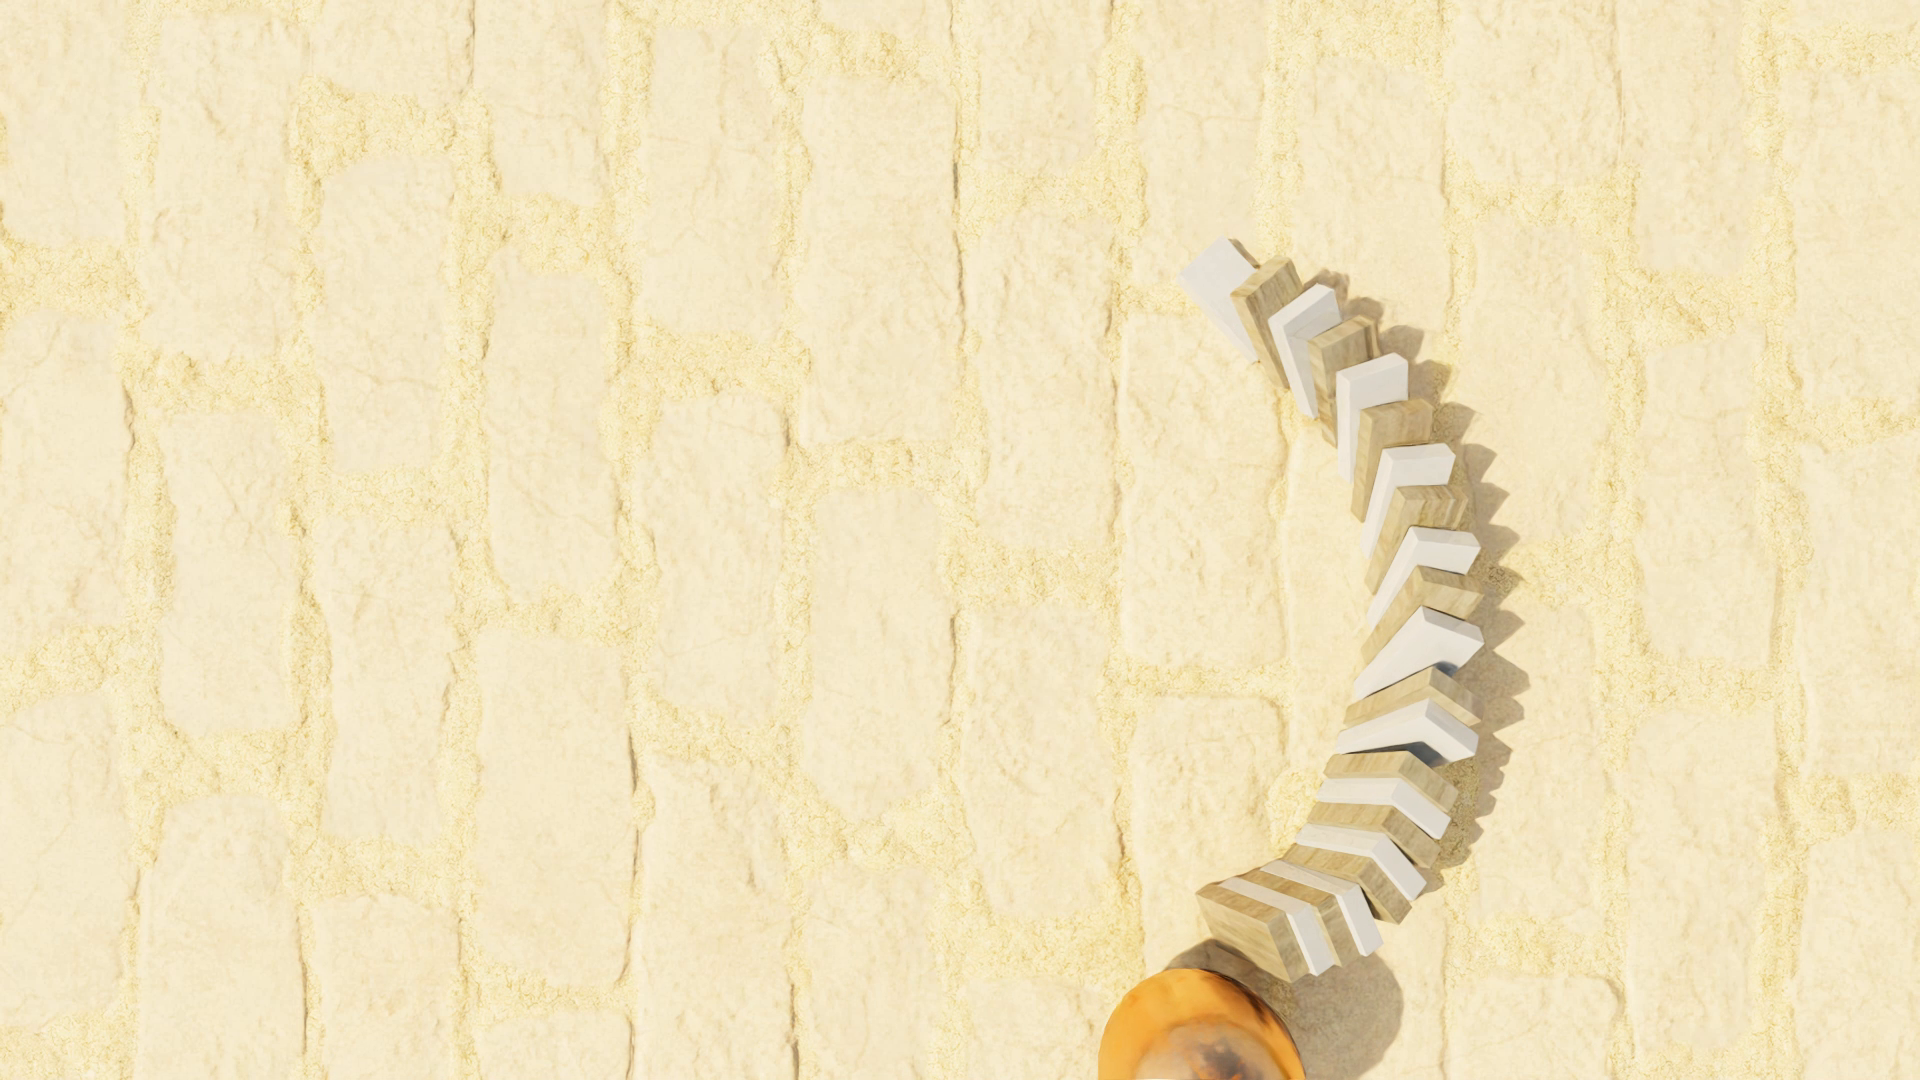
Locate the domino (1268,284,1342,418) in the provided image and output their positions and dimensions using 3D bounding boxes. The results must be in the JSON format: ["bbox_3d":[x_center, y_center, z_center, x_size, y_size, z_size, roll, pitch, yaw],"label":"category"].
[{"bbox_3d":[0.148,-0.078,0.382,0.025,0.010,0.050,-36,126,0],"label":"domino"}]

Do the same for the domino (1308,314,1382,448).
[{"bbox_3d":[0.162,-0.065,0.382,0.025,0.009,0.050,-26,125,0],"label":"domino"}]

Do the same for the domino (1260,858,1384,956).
[{"bbox_3d":[0.147,0.149,0.375,0.010,0.050,0.025,-23,90,-20],"label":"domino"}]

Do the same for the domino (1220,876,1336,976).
[{"bbox_3d":[0.128,0.157,0.375,0.009,0.050,0.025,-23,90,-20],"label":"domino"}]

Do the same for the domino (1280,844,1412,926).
[{"bbox_3d":[0.157,0.140,0.375,0.009,0.050,0.025,-40,90,-19],"label":"domino"}]

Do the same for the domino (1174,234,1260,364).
[{"bbox_3d":[0.119,-0.104,0.395,0.025,0.010,0.050,-42,90,0],"label":"domino"}]

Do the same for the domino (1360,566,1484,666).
[{"bbox_3d":[0.191,0.035,0.380,0.025,0.010,0.050,13,130,0],"label":"domino"}]

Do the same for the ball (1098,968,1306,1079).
[{"bbox_3d":[0.094,0.212,0.360,0.080,0.080,0.080,0,90,0],"label":"ball"}]

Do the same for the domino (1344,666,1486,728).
[{"bbox_3d":[0.185,0.071,0.377,0.025,0.050,0.009,34,55,0],"label":"domino"}]

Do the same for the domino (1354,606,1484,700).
[{"bbox_3d":[0.189,0.051,0.380,0.025,0.009,0.050,20,130,0],"label":"domino"}]

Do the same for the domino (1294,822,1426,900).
[{"bbox_3d":[0.162,0.131,0.375,0.010,0.050,0.025,-40,90,-19],"label":"domino"}]

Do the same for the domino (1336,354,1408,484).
[{"bbox_3d":[0.171,-0.050,0.382,0.025,0.010,0.050,-18,125,-1],"label":"domino"}]

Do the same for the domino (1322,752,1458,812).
[{"bbox_3d":[0.175,0.099,0.375,0.025,0.050,0.010,39,71,0],"label":"domino"}]

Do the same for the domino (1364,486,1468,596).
[{"bbox_3d":[0.189,0.001,0.381,0.025,0.010,0.050,-1,127,0],"label":"domino"}]

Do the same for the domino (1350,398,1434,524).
[{"bbox_3d":[0.179,-0.032,0.382,0.025,0.010,0.050,-11,124,0],"label":"domino"}]

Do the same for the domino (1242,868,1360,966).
[{"bbox_3d":[0.137,0.153,0.375,0.010,0.050,0.025,-23,90,-20],"label":"domino"}]

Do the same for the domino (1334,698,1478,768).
[{"bbox_3d":[0.182,0.083,0.376,0.025,0.050,0.010,37,55,-1],"label":"domino"}]

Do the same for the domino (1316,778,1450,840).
[{"bbox_3d":[0.171,0.109,0.375,0.025,0.050,0.009,39,71,0],"label":"domino"}]

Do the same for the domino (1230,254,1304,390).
[{"bbox_3d":[0.133,-0.090,0.380,0.025,0.010,0.050,-41,126,0],"label":"domino"}]

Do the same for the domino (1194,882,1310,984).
[{"bbox_3d":[0.118,0.160,0.375,0.009,0.050,0.025,-23,90,-20],"label":"domino"}]

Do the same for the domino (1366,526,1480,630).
[{"bbox_3d":[0.191,0.018,0.381,0.025,0.010,0.050,6,129,0],"label":"domino"}]

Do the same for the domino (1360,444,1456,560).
[{"bbox_3d":[0.185,-0.015,0.381,0.025,0.009,0.050,-5,128,0],"label":"domino"}]

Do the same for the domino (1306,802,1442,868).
[{"bbox_3d":[0.168,0.120,0.375,0.025,0.050,0.009,41,71,0],"label":"domino"}]
